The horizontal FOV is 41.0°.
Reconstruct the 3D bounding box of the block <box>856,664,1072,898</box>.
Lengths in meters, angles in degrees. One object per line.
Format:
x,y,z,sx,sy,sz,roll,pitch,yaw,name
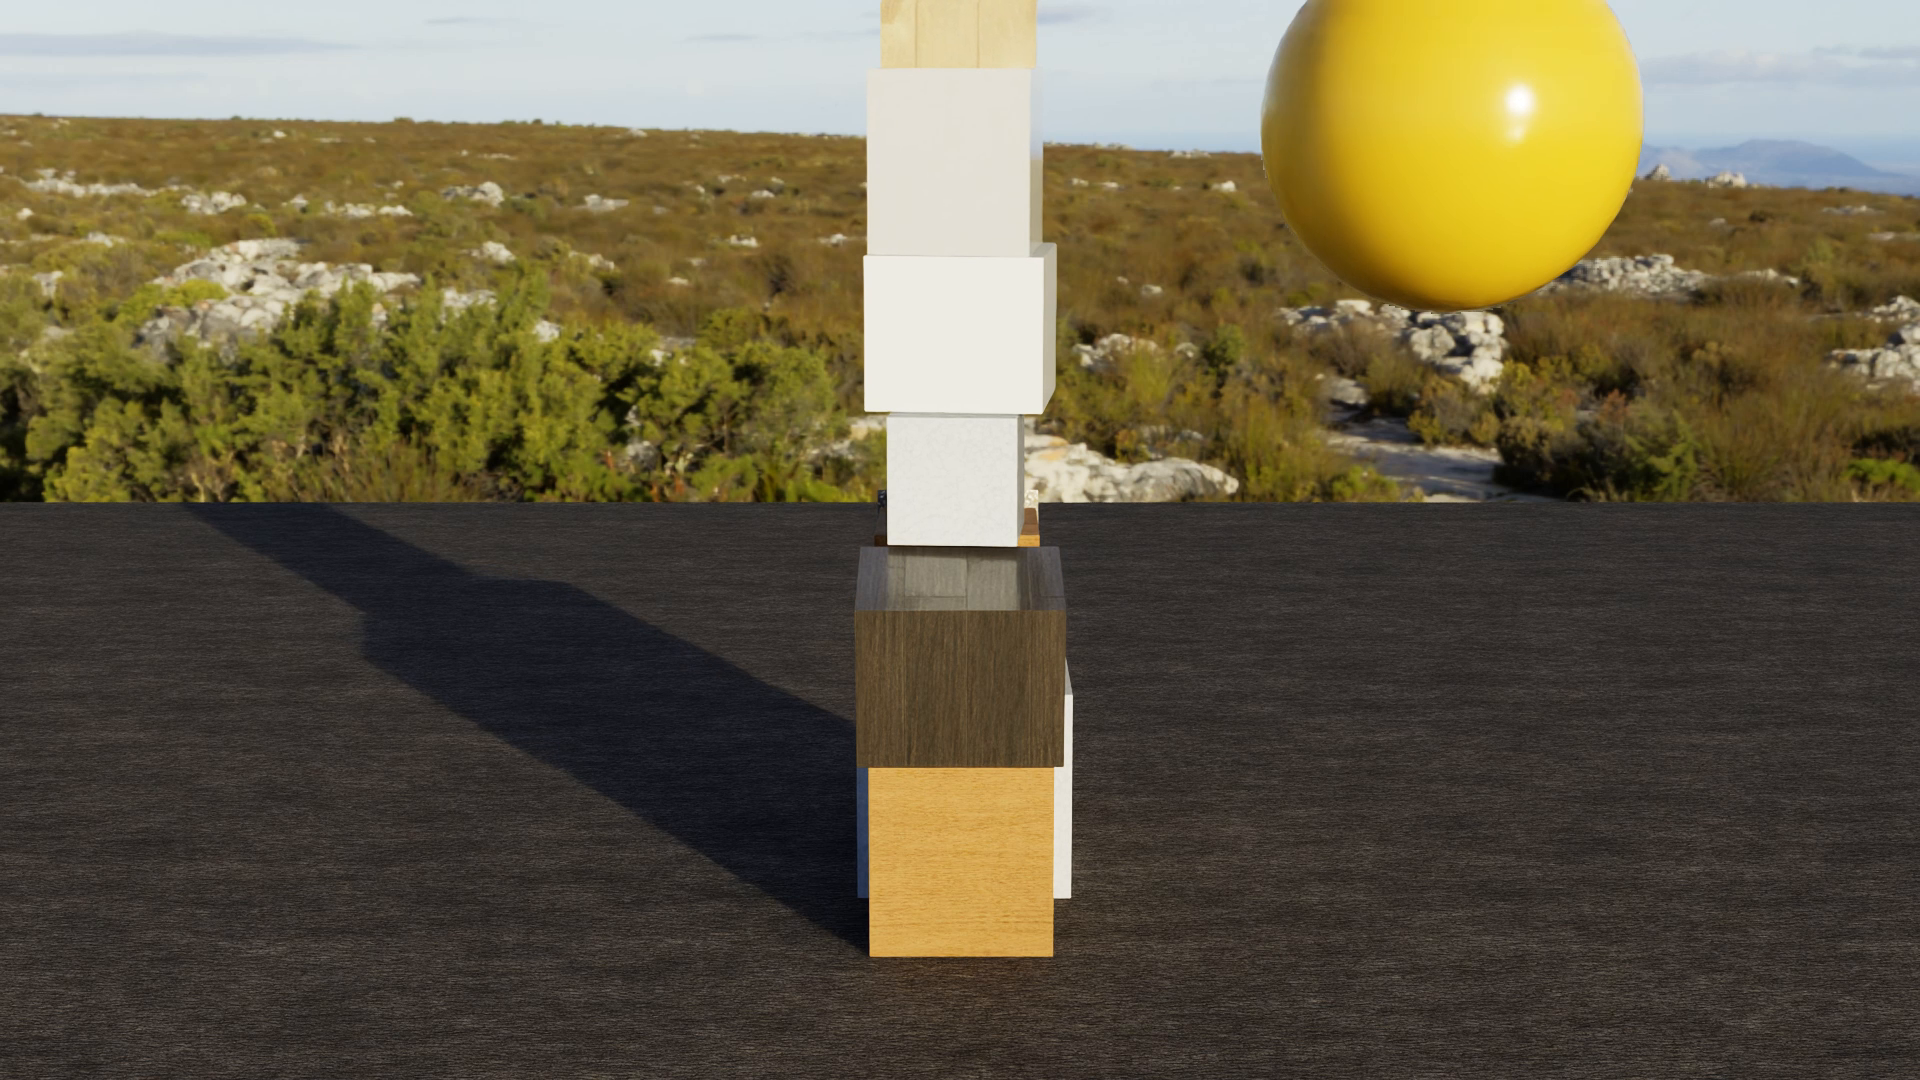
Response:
0.019,1.024,11.417,0.921,0.900,0.874,0,10,0,block

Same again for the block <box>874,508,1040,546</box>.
-0.011,0.254,11.223,0.697,0.684,0.698,0,10,0,block

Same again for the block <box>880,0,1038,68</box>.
0.003,-2.245,10.652,0.631,0.556,0.584,0,11,2,block

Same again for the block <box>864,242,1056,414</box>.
0.013,-0.920,10.964,0.741,0.645,0.781,1,11,6,block

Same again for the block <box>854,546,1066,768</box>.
0.000,0.466,10.440,0.825,0.670,0.729,0,20,0,block

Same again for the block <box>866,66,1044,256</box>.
-0.011,-1.609,10.828,0.670,0.760,0.708,1,11,6,block

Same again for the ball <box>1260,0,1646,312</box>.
2.074,-1.766,10.859,1.600,1.600,1.600,0,10,0,ball

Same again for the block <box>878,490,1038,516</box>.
-0.012,0.174,12.102,0.736,0.730,0.740,0,-6,0,block

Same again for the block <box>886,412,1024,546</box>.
-0.011,-0.291,10.823,0.536,0.532,0.559,1,11,4,block

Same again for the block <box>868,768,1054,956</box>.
0.006,1.227,10.627,0.739,0.783,0.732,0,10,0,block
